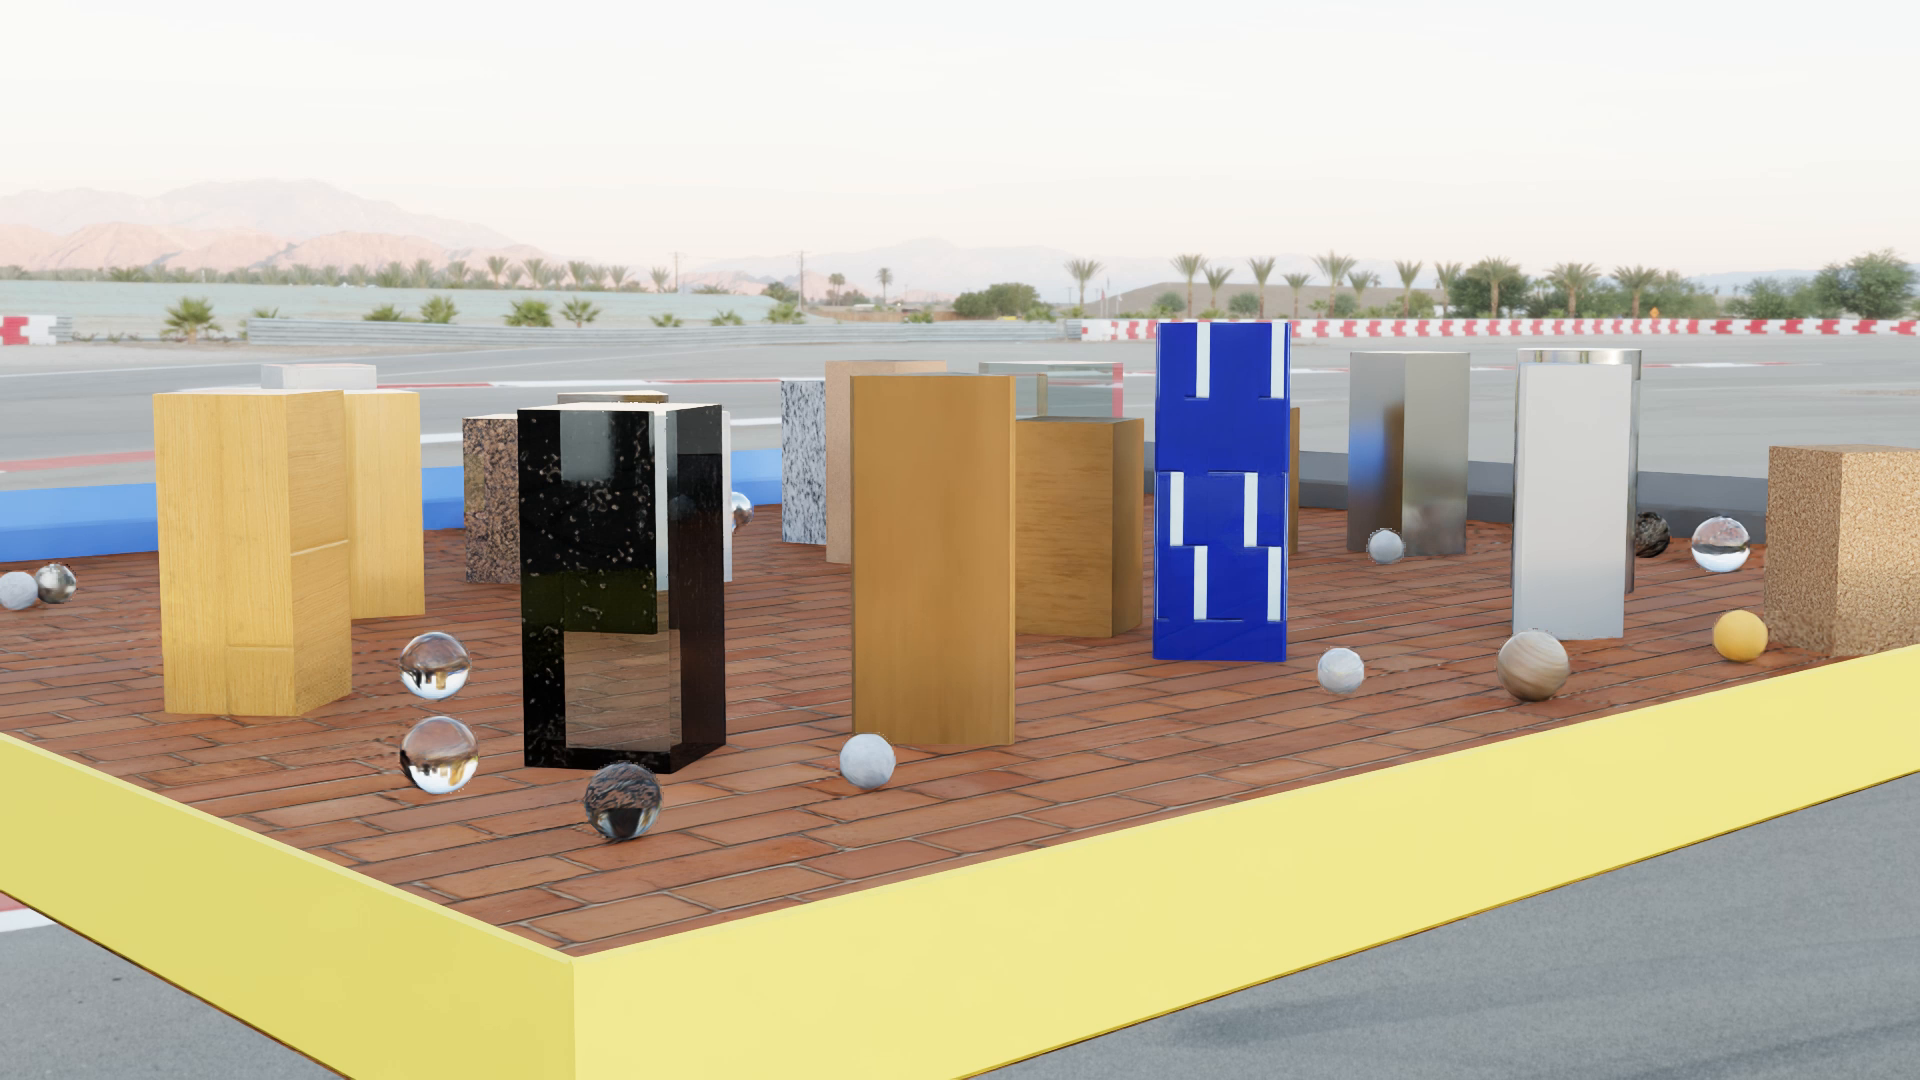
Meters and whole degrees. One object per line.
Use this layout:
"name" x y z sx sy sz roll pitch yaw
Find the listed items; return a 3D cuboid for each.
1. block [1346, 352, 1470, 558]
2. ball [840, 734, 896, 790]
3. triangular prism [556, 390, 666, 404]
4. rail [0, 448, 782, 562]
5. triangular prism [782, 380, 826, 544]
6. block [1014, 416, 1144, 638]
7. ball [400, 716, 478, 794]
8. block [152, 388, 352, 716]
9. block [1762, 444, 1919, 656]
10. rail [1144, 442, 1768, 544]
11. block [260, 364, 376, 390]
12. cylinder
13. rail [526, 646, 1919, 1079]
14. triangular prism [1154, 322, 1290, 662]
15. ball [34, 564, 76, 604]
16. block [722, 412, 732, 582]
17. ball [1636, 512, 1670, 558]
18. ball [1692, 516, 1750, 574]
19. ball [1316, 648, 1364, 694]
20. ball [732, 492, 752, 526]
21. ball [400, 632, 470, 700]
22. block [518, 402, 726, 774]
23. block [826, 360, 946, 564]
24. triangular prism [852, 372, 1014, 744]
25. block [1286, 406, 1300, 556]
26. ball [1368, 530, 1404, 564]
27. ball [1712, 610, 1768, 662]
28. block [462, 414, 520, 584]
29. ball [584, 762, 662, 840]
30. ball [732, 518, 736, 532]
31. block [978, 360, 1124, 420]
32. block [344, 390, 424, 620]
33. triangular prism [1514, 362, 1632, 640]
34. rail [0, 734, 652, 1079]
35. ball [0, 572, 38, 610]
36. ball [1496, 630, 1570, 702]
"block" 0.818 -0.160 4.018 0.152 0.364 0.152 -3 7 -29
"ball" -0.086 0.205 2.040 0.052 0.052 0.052 0 6 0
"triangular prism" -0.466 -0.047 3.133 0.165 0.325 0.142 2 6 14
"rail" -1.021 -0.084 4.433 3.340 0.123 0.045 -6 8 -42
"triangular prism" -0.232 -0.151 4.207 0.165 0.307 0.142 4 7 33
"block" 0.161 -0.022 3.058 0.152 0.291 0.152 2 6 20
"ball" -0.479 0.198 2.022 0.071 0.071 0.071 0 6 0
"block" -0.791 0.009 2.471 0.152 0.351 0.152 1 6 8
"block" 1.175 0.009 2.901 0.152 0.261 0.152 -2 6 -15
"rail" 1.210 -0.085 4.442 0.045 0.123 3.059 -6 8 -42
"block" -1.072 -0.118 3.690 0.152 0.350 0.152 -4 7 -31
"cylinder" 0.974 -0.112 3.481 0.190 0.380 0.190 0 6 0
"rail" 1.021 0.148 2.232 3.340 0.123 0.045 -6 8 -42
"triangular prism" 0.338 -0.067 2.837 0.165 0.426 0.142 1 6 7
"ball" -1.365 0.067 3.314 0.060 0.060 0.060 0 6 0
"block" -0.480 -0.072 3.594 0.152 0.277 0.152 -5 8 -39
"ball" 1.224 -0.009 3.924 0.084 0.084 0.084 0 6 0
"ball" 1.281 0.008 3.703 0.095 0.095 0.095 0 6 0
"ball" 0.440 0.151 2.541 0.054 0.054 0.054 0 6 0
"ball" -0.460 -0.062 4.486 0.070 0.070 0.070 0 6 0
"ball" -0.598 0.143 2.504 0.078 0.078 0.078 0 6 0
"block" -0.332 0.042 2.179 0.152 0.348 0.152 2 6 14
"block" -0.129 -0.139 3.868 0.152 0.353 0.152 4 7 35
"triangular prism" -0.023 0.014 2.308 0.165 0.376 0.142 0 6 4
"block" 0.519 -0.106 3.973 0.152 0.265 0.152 3 7 23
"ball" 0.741 0.013 3.828 0.059 0.059 0.059 0 6 0
"ball" 0.983 0.122 2.770 0.066 0.066 0.066 0 6 0
"block" -0.715 -0.070 3.627 0.152 0.267 0.152 1 6 11
"ball" -0.283 0.219 1.848 0.064 0.064 0.064 0 6 0
"ball" -0.463 -0.031 4.312 0.045 0.045 0.045 0 6 0
"block" 0.135 -0.083 3.289 0.152 0.364 0.152 -5 8 -40
"block" -0.884 -0.055 3.222 0.152 0.323 0.152 -3 7 -29
"triangular prism" 0.801 -0.056 3.010 0.165 0.369 0.142 -2 6 -17
"rail" -1.210 0.149 2.222 0.045 0.123 3.059 -6 8 -42
"ball" -1.392 0.075 3.246 0.058 0.058 0.058 0 6 0
"ball" 0.651 0.143 2.497 0.080 0.080 0.080 0 6 0
